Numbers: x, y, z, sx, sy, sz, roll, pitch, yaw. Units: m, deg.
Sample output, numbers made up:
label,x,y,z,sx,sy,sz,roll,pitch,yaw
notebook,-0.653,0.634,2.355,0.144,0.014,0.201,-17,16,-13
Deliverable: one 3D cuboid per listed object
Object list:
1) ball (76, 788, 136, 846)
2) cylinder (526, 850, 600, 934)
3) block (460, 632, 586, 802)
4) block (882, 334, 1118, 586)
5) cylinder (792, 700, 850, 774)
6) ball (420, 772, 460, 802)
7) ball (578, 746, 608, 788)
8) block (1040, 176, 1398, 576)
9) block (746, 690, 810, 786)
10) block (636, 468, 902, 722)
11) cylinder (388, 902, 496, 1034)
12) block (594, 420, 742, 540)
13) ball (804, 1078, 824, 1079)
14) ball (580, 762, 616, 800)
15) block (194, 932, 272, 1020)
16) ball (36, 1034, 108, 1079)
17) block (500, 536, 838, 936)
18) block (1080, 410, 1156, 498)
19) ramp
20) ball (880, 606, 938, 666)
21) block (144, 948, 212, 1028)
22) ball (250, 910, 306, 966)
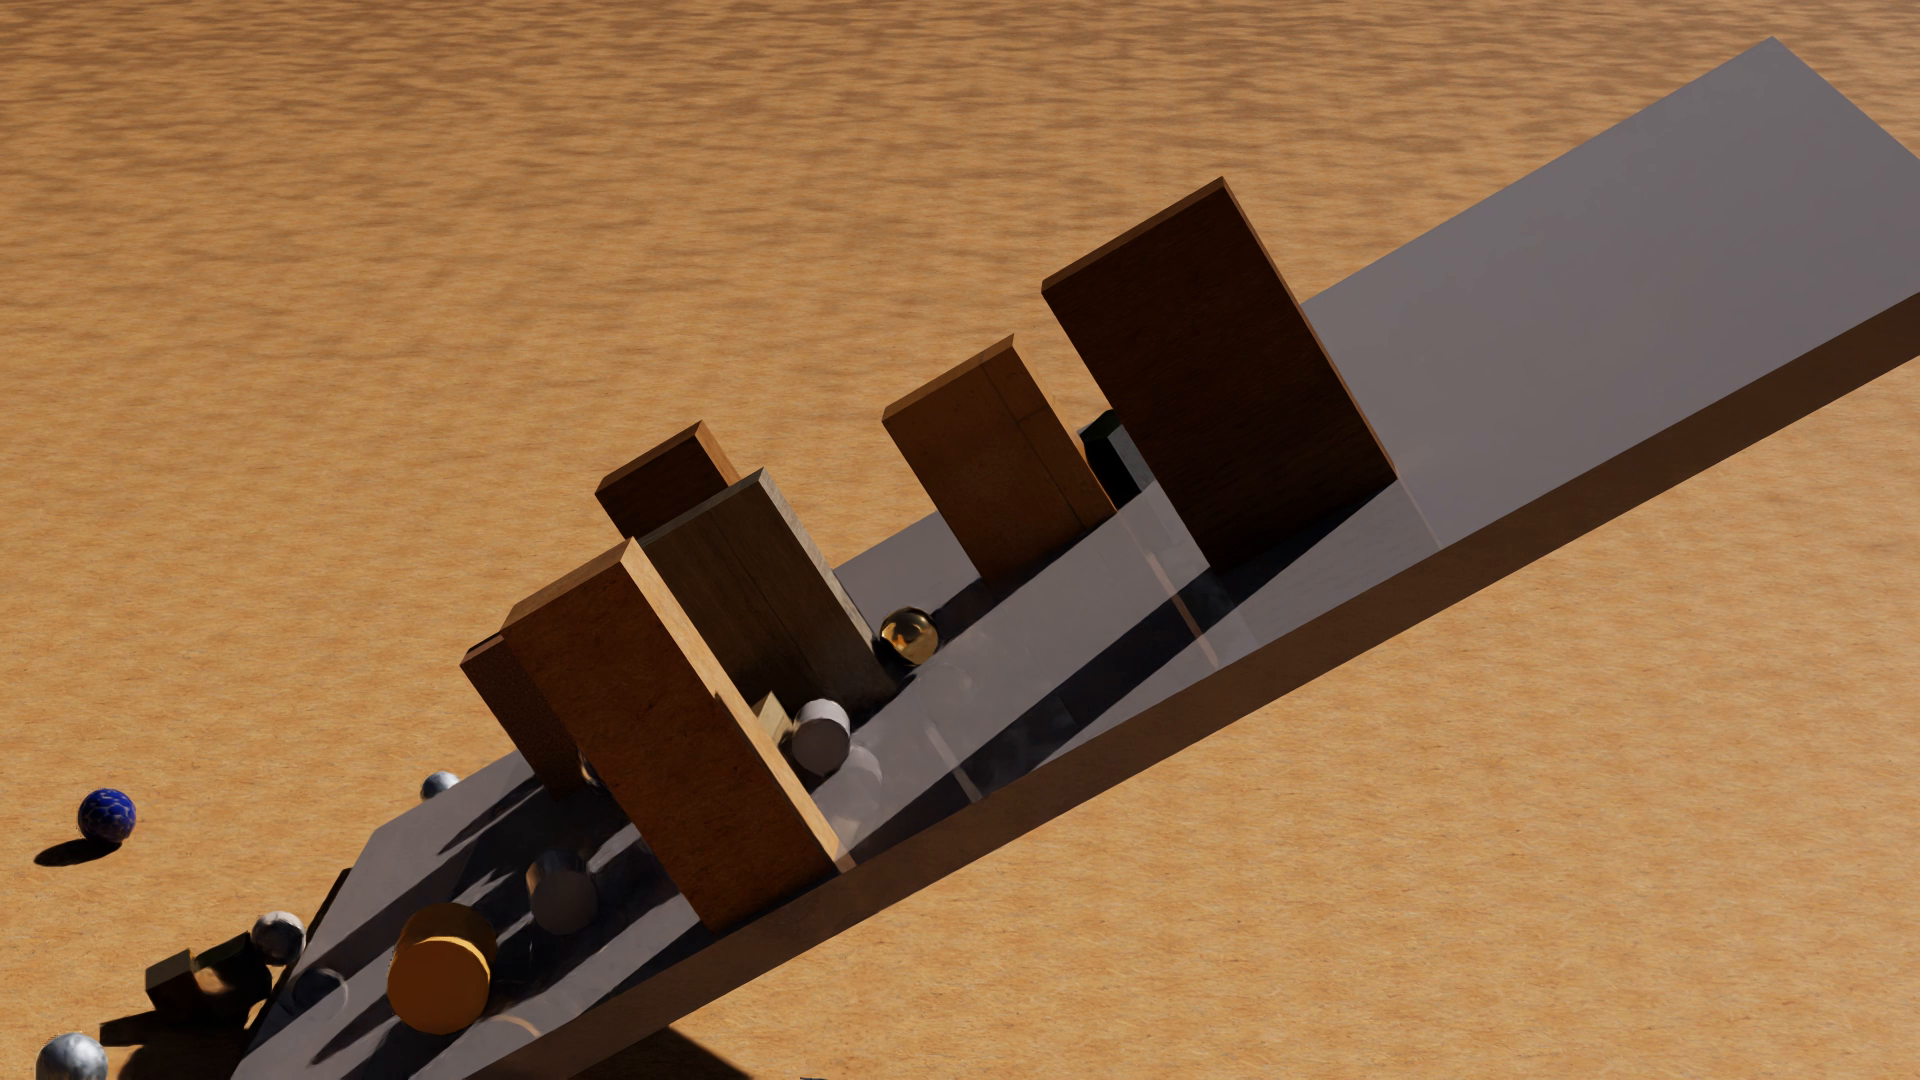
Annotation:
label,x,y,z,sx,sy,sz,roll,pitch,yaw
ball,-2.250,0.731,7.758,0.151,0.151,0.151,0,19,0
cylinder,-0.814,0.719,6.014,0.138,0.138,0.138,-4,13,-12
block,-0.928,0.366,6.883,0.294,0.401,0.106,-29,15,13
block,0.089,-0.175,6.436,0.333,0.439,0.107,-29,15,13
cylinder,-0.283,0.399,5.993,0.118,0.118,0.118,-1,15,-2
ball,-1.381,0.676,7.850,0.117,0.117,0.117,0,19,0
ball,-0.736,0.447,6.438,0.202,0.202,0.202,0,19,0
block,0.494,-0.304,5.582,0.394,0.658,0.093,-29,15,13
block,-0.429,0.450,6.033,0.171,0.171,0.171,-28,16,19
block,-0.418,0.169,6.173,0.355,0.545,0.094,-29,15,13
cylinder,-1.040,0.860,5.920,0.201,0.201,0.201,-1,15,-4
block,-0.604,0.016,7.078,0.288,0.530,0.127,-29,15,13
ball,-0.266,1.046,5.324,0.144,0.144,0.144,0,19,0
ball,-0.773,0.504,6.603,0.156,0.156,0.156,0,19,0
block,-1.702,1.020,6.888,0.129,0.129,0.129,-25,15,-4
ball,-1.964,1.169,6.507,0.155,0.155,0.155,0,19,0
block,-0.532,0.367,5.454,0.267,0.708,0.137,-29,15,13
block,0.363,-0.198,6.516,0.147,0.147,0.147,-42,17,-32
ramp,0.141,0.169,6.289,4.000,0.100,2.000,-29,15,13
ball,-0.108,0.204,6.201,0.126,0.126,0.126,0,19,0
block,-1.825,1.047,6.868,0.113,0.113,0.113,-26,24,-6
ball,-1.599,0.935,6.902,0.130,0.130,0.130,0,19,0
